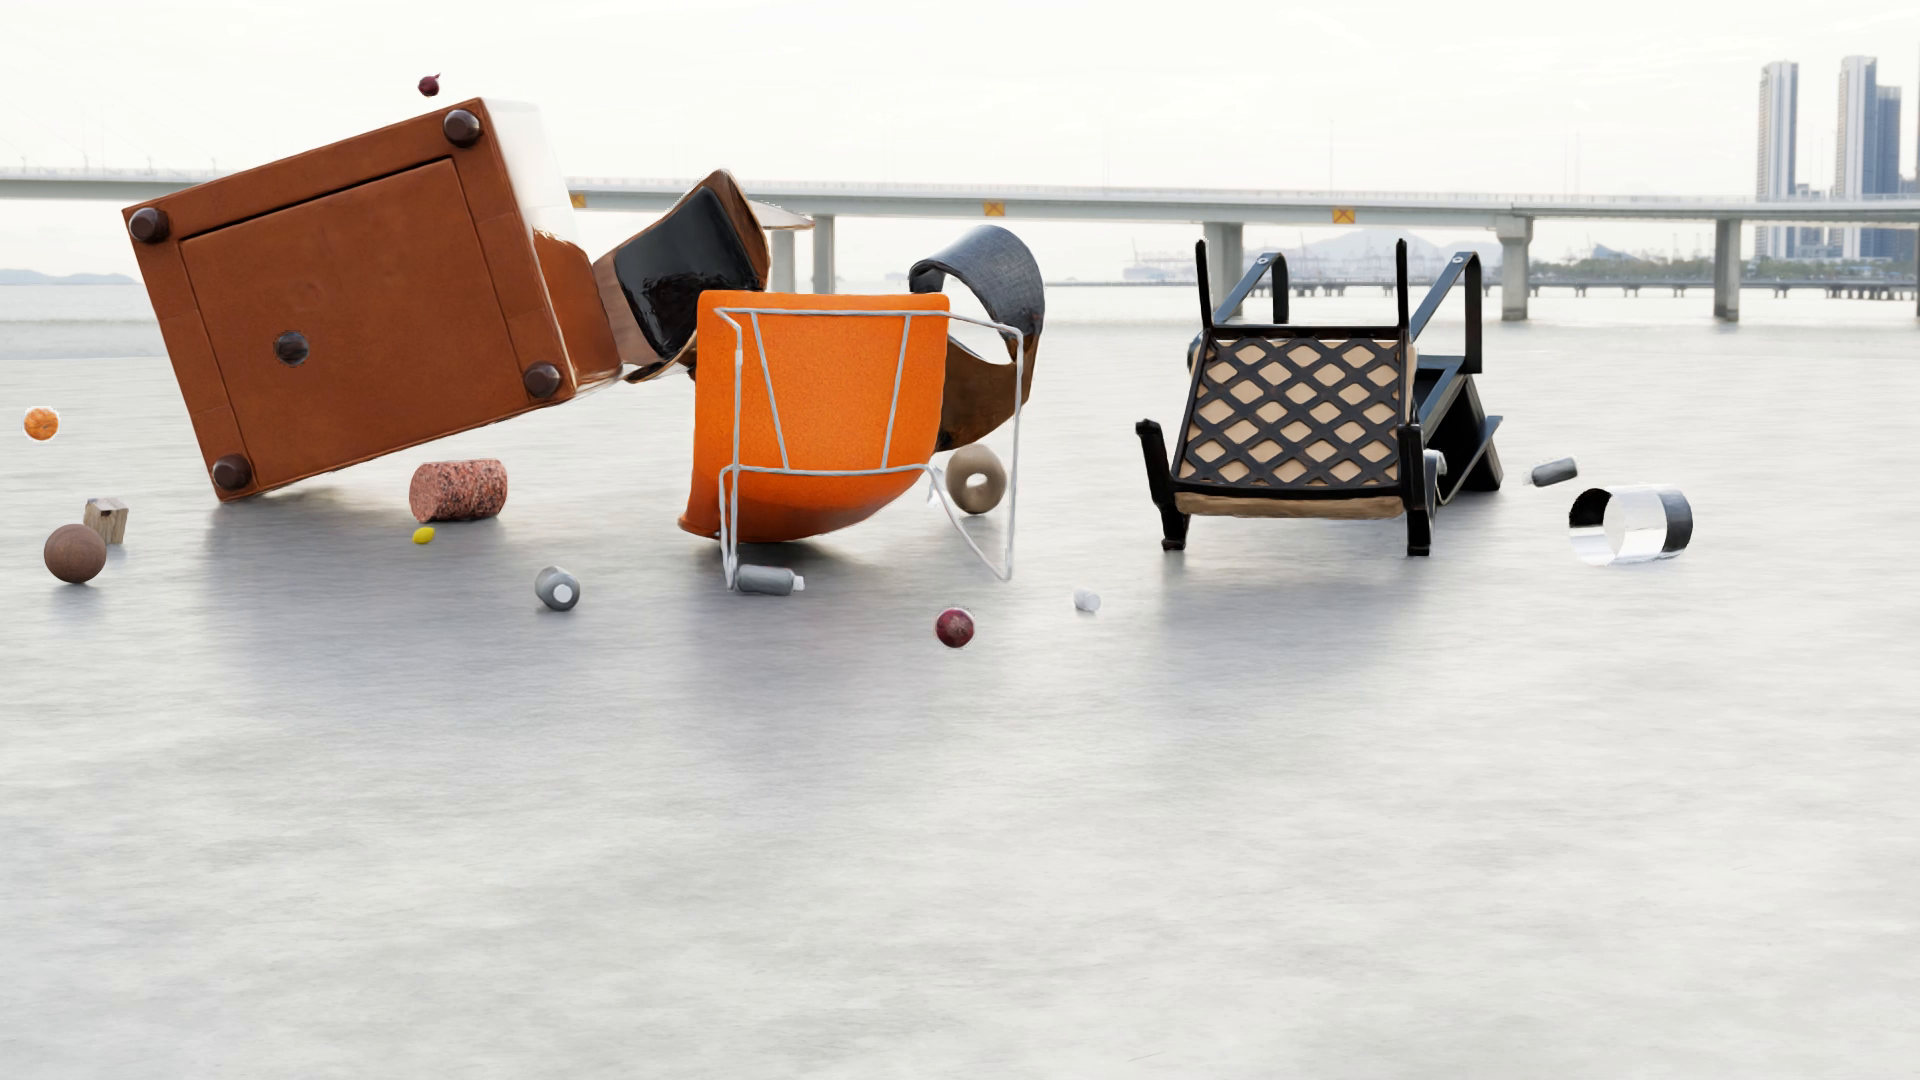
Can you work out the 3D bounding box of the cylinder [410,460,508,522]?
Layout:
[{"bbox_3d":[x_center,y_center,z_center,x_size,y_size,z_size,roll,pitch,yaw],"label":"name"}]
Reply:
[{"bbox_3d":[-1.356,-0.134,6.944,0.218,0.167,0.136,-6,43,-45],"label":"cylinder"}]

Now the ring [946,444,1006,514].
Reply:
[{"bbox_3d":[0.044,-0.166,7.031,0.170,0.242,0.087,-10,47,-2],"label":"ring"}]

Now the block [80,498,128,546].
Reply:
[{"bbox_3d":[-2.103,-0.046,6.308,0.066,0.095,0.075,30,23,34],"label":"block"}]

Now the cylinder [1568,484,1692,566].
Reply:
[{"bbox_3d":[1.542,-0.036,5.900,0.230,0.178,0.169,-4,7,-35],"label":"cylinder"}]

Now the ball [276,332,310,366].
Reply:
[{"bbox_3d":[-1.779,-0.510,6.841,0.089,0.089,0.089,0,6,0],"label":"ball"}]

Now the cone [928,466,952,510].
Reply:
[{"bbox_3d":[-0.032,-0.141,7.234,0.099,0.130,0.050,8,8,-17],"label":"cone"}]
